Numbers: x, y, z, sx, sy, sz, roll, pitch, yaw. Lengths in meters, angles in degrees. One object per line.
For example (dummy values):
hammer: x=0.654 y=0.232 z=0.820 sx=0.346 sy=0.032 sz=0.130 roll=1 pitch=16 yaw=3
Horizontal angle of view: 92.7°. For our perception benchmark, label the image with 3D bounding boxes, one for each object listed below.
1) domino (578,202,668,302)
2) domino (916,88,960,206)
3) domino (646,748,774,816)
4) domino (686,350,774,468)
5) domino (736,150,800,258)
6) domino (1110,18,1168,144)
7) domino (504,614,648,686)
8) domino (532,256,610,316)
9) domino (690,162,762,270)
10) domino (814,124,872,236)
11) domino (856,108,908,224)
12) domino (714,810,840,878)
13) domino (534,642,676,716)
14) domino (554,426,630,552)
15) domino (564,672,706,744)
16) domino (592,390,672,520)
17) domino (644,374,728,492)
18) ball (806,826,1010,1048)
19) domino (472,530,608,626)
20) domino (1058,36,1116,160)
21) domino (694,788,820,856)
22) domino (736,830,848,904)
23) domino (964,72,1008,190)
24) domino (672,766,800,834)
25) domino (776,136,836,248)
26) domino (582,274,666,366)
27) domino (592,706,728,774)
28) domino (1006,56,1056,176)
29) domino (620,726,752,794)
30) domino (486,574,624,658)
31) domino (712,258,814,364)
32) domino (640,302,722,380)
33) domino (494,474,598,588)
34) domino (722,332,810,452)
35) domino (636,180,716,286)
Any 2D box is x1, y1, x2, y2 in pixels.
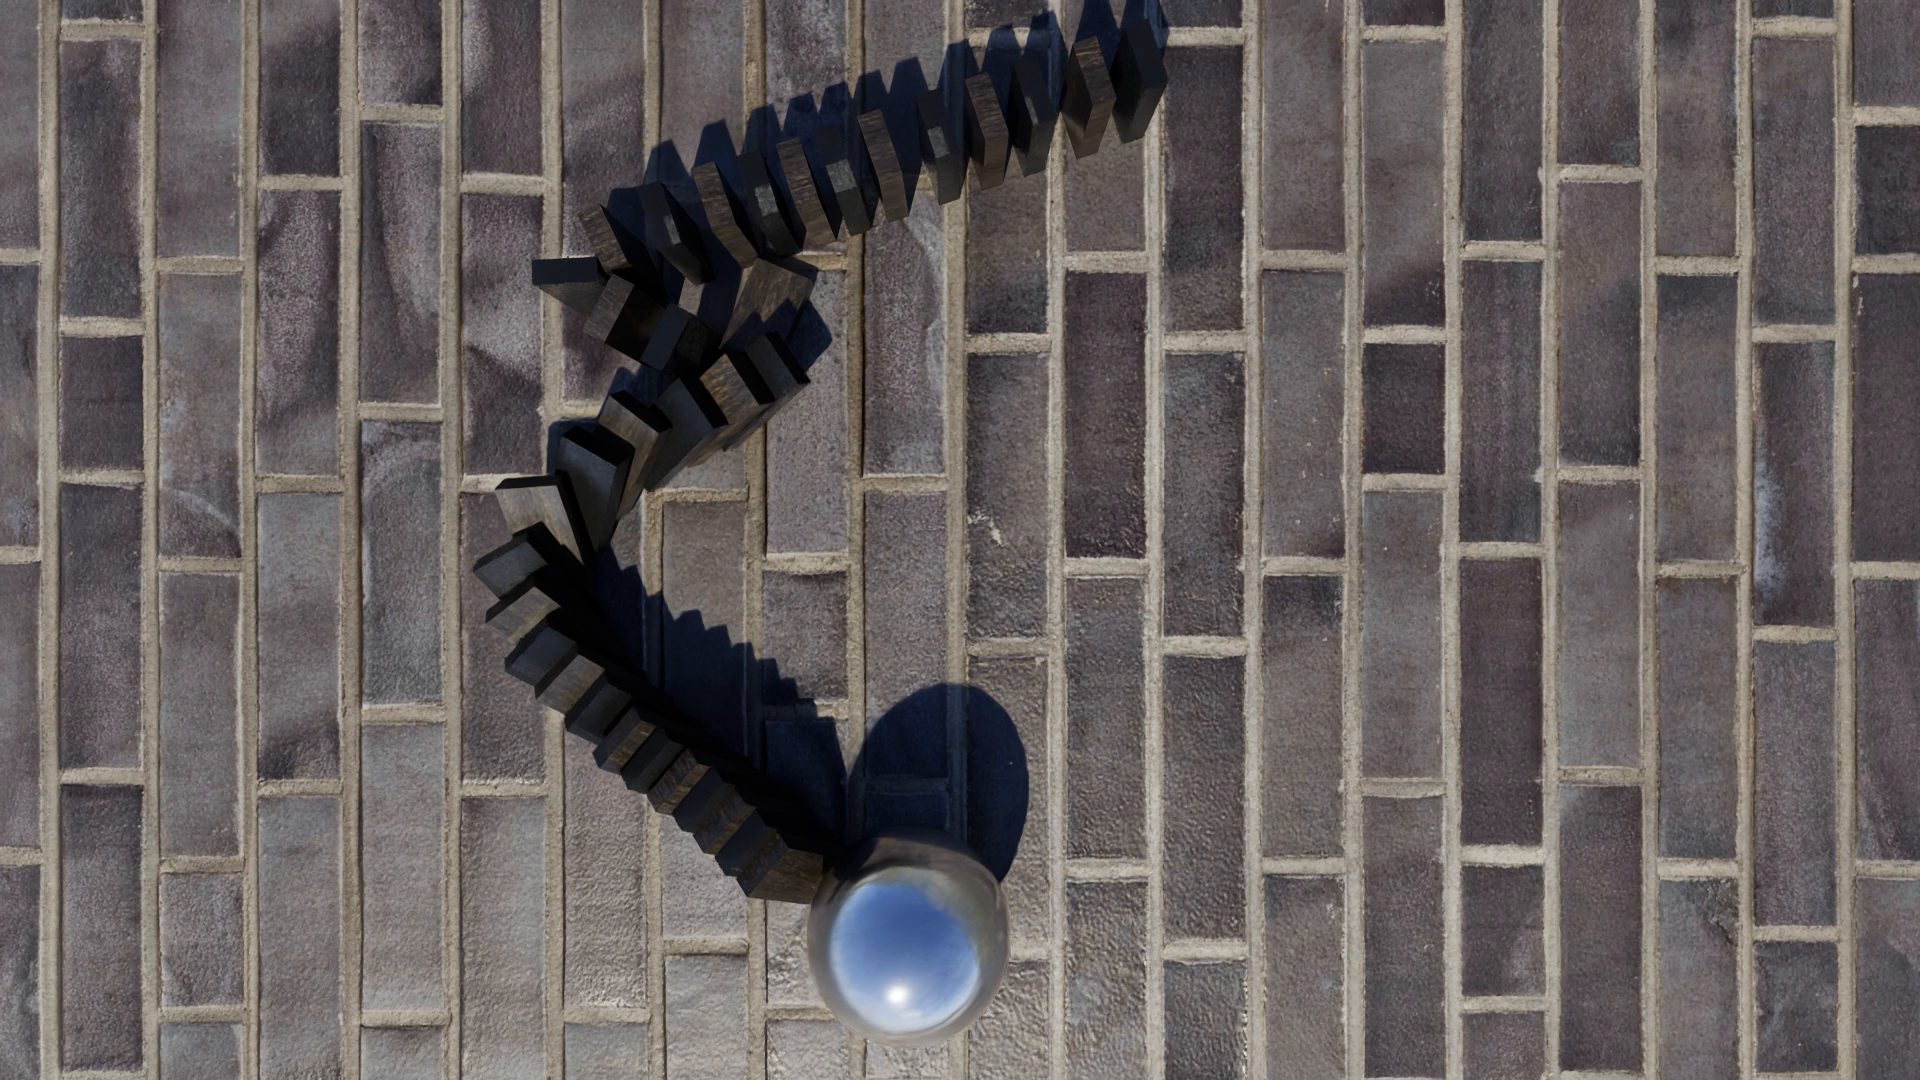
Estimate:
domino: x=-0.137 y=-0.116 z=0.375 sx=0.010 sy=0.050 sz=0.025 roll=-26 pitch=90 yaw=0
domino: x=-0.009 y=-0.159 z=0.375 sx=0.010 sy=0.050 sz=0.025 roll=-19 pitch=90 yaw=0
domino: x=-0.101 y=0.103 z=0.377 sx=0.025 sy=0.050 sz=0.009 roll=-49 pitch=52 yaw=0
domino: x=-0.103 y=-0.054 z=0.381 sx=0.050 sy=0.009 sz=0.025 roll=-33 pitch=91 yaw=31
domino: x=-0.078 y=-0.136 z=0.375 sx=0.010 sy=0.050 sz=0.025 roll=-17 pitch=90 yaw=0
domino: x=0.071 y=-0.186 z=0.375 sx=0.010 sy=0.050 sz=0.025 roll=-19 pitch=90 yaw=0
domino: x=-0.159 y=0.055 z=0.381 sx=0.025 sy=0.009 sz=0.050 roll=-46 pitch=127 yaw=1
domino: x=-0.151 y=-0.103 z=0.375 sx=0.025 sy=0.050 sz=0.010 roll=-3 pitch=90 yaw=0
domino: x=-0.094 y=-0.132 z=0.375 sx=0.009 sy=0.050 sz=0.025 roll=-19 pitch=90 yaw=0
domino: x=-0.047 y=-0.146 z=0.375 sx=0.009 sy=0.050 sz=0.025 roll=-20 pitch=90 yaw=0
domino: x=-0.031 y=-0.152 z=0.375 sx=0.009 sy=0.050 sz=0.025 roll=-19 pitch=90 yaw=0
domino: x=-0.074 y=0.128 z=0.377 sx=0.025 sy=0.050 sz=0.009 roll=-50 pitch=53 yaw=0
domino: x=-0.147 y=0.066 z=0.381 sx=0.025 sy=0.010 sz=0.050 roll=-47 pitch=127 yaw=0
domino: x=-0.155 y=-0.020 z=0.381 sx=0.025 sy=0.010 sz=0.050 roll=30 pitch=127 yaw=0
domino: x=-0.135 y=0.077 z=0.381 sx=0.025 sy=0.010 sz=0.050 roll=-49 pitch=127 yaw=0
domino: x=-0.142 y=-0.035 z=0.383 sx=0.025 sy=0.010 sz=0.050 roll=38 pitch=120 yaw=0
domino: x=-0.121 y=-0.044 z=0.383 sx=0.050 sy=0.009 sz=0.025 roll=-34 pitch=90 yaw=31
ball: x=-0.020 y=0.154 z=0.360 sx=0.080 sy=0.080 sz=0.080 roll=0 pitch=90 yaw=0
domino: x=-0.174 y=0.022 z=0.382 sx=0.025 sy=0.009 sz=0.050 roll=-30 pitch=124 yaw=0
domino: x=0.051 y=-0.179 z=0.375 sx=0.009 sy=0.050 sz=0.025 roll=-18 pitch=90 yaw=0
domino: x=-0.083 y=0.119 z=0.377 sx=0.025 sy=0.050 sz=0.009 roll=-49 pitch=53 yaw=0
domino: x=-0.066 y=0.136 z=0.377 sx=0.025 sy=0.050 sz=0.010 roll=-50 pitch=53 yaw=0
domino: x=0.010 y=-0.166 z=0.375 sx=0.010 sy=0.050 sz=0.025 roll=-19 pitch=90 yaw=0
domino: x=-0.091 y=0.110 z=0.377 sx=0.025 sy=0.050 sz=0.010 roll=-49 pitch=53 yaw=0
domino: x=-0.062 y=-0.141 z=0.375 sx=0.010 sy=0.050 sz=0.025 roll=-18 pitch=90 yaw=0
domino: x=-0.134 y=-0.089 z=0.375 sx=0.010 sy=0.050 sz=0.025 roll=28 pitch=90 yaw=0
domino: x=-0.122 y=0.088 z=0.378 sx=0.025 sy=0.050 sz=0.009 roll=-49 pitch=48 yaw=0
domino: x=0.029 y=-0.172 z=0.375 sx=0.010 sy=0.050 sz=0.025 roll=-18 pitch=90 yaw=0
domino: x=-0.111 y=0.096 z=0.378 sx=0.025 sy=0.050 sz=0.010 roll=-49 pitch=50 yaw=0
domino: x=-0.167 y=0.039 z=0.381 sx=0.025 sy=0.009 sz=0.050 roll=-37 pitch=127 yaw=1
domino: x=-0.085 y=-0.093 z=0.395 sx=0.025 sy=0.009 sz=0.050 roll=23 pitch=90 yaw=0
domino: x=-0.112 y=-0.078 z=0.375 sx=0.009 sy=0.050 sz=0.025 roll=28 pitch=90 yaw=0
domino: x=-0.172 y=-0.002 z=0.383 sx=0.025 sy=0.010 sz=0.050 roll=-4 pitch=122 yaw=1
domino: x=-0.088 y=-0.062 z=0.384 sx=0.050 sy=0.009 sz=0.025 roll=-34 pitch=90 yaw=29
domino: x=-0.115 y=-0.124 z=0.375 sx=0.009 sy=0.050 sz=0.025 roll=-19 pitch=90 yaw=0
